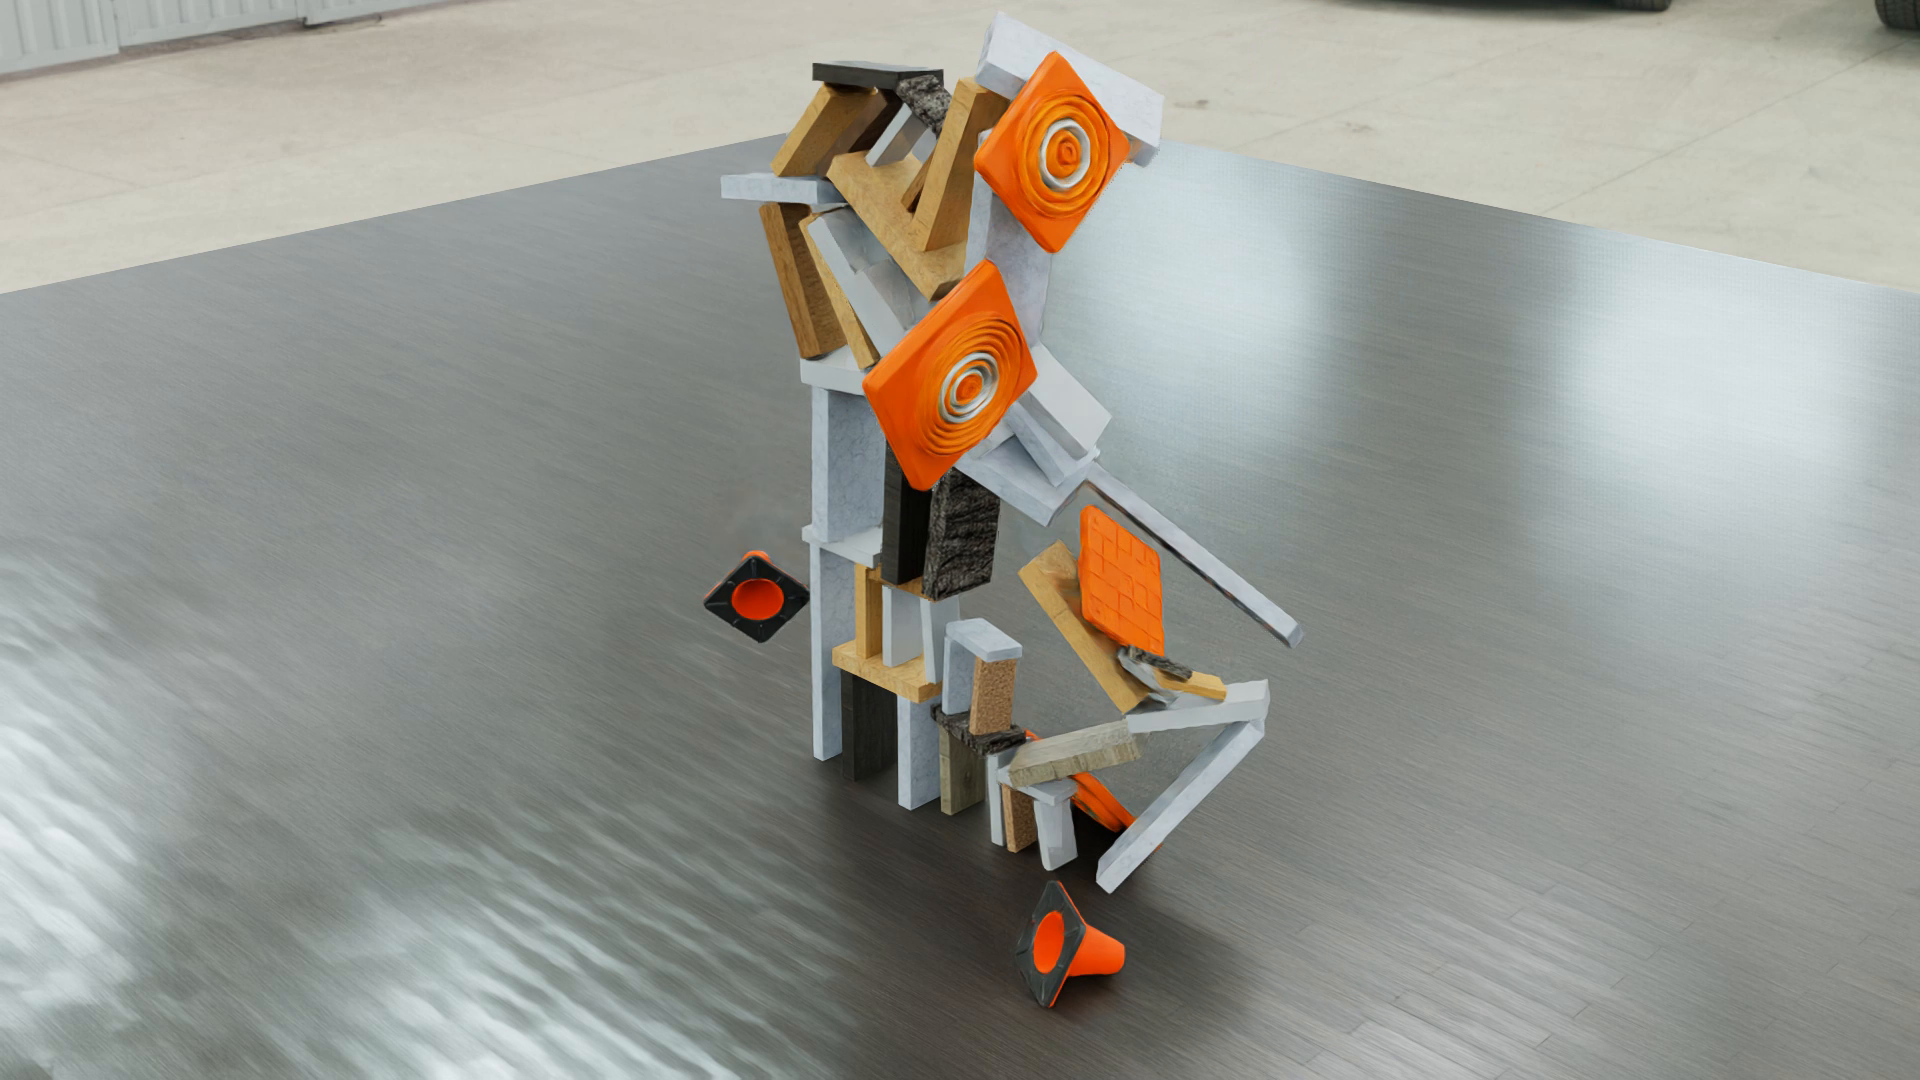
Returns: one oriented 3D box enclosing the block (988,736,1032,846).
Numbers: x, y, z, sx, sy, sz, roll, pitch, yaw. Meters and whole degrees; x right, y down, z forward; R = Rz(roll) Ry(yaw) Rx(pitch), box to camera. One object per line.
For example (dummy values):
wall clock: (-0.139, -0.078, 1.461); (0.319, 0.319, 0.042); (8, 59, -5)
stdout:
block: (0.102, 0.493, 4.341); (0.028, 0.199, 0.099); (15, 27, 41)

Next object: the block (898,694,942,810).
block: (-0.068, 0.411, 4.469); (0.126, 0.252, 0.036); (-21, 31, -40)

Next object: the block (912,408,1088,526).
block: (0.076, -0.154, 4.117); (0.301, 0.043, 0.151); (34, 38, 10)

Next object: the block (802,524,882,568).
block: (-0.210, 0.001, 4.450); (0.208, 0.029, 0.104); (21, 31, 40)

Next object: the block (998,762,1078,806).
block: (0.150, 0.466, 4.253); (0.146, 0.021, 0.073); (21, 33, 39)

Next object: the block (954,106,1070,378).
block: (0.088, -0.516, 3.852); (0.166, 0.488, 0.047); (-27, 52, -32)

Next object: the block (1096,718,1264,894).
block: (0.413, 0.488, 4.142); (0.036, 0.423, 0.128); (41, 13, -3)

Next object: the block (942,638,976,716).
block: (0.007, 0.264, 4.347); (0.080, 0.159, 0.023); (-9, 25, -26)

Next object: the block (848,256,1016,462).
block: (-0.030, -0.349, 4.091); (0.048, 0.402, 0.168); (-36, -1, 41)

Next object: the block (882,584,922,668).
block: (-0.115, 0.162, 4.418); (0.025, 0.175, 0.087); (22, 31, 40)

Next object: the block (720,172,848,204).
block: (-0.313, -0.686, 4.277); (0.152, 0.043, 0.304); (-13, 17, -40)

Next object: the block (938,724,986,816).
block: (0.005, 0.448, 4.450); (0.099, 0.199, 0.028); (-21, 29, -40)

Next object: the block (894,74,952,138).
block: (-0.036, -0.766, 3.933); (0.082, 0.023, 0.164); (-22, 63, -40)

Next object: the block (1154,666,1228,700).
block: (0.427, 0.264, 4.079); (0.128, 0.018, 0.064); (13, 20, -14)

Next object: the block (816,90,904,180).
block: (-0.162, -0.756, 4.100); (0.115, 0.230, 0.033); (-14, 70, -44)

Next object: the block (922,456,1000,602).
block: (0.008, -0.043, 4.227); (0.043, 0.301, 0.151); (27, 32, 37)

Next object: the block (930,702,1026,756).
block: (0.035, 0.365, 4.351); (0.099, 0.028, 0.199); (-13, 25, -28)

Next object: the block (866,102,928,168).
block: (-0.102, -0.746, 4.018); (0.082, 0.164, 0.023); (-23, 75, -40)

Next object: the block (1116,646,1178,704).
block: (0.350, 0.252, 4.114); (0.128, 0.018, 0.064); (37, 13, -24)

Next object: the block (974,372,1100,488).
block: (0.144, -0.234, 4.109); (0.036, 0.257, 0.129); (-36, 0, 41)

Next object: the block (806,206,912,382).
block: (-0.137, -0.475, 4.155); (0.168, 0.337, 0.048); (-26, -6, -46)

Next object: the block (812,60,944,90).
block: (-0.153, -0.859, 4.066); (0.115, 0.033, 0.230); (-14, 23, -43)

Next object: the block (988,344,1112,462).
block: (0.162, -0.278, 4.101); (0.036, 0.257, 0.129); (-36, 13, 41)

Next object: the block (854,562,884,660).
block: (-0.164, 0.128, 4.455); (0.029, 0.208, 0.104); (21, 31, 39)

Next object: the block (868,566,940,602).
block: (-0.086, 0.076, 4.355); (0.175, 0.025, 0.087); (19, 27, 36)

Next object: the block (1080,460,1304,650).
block: (0.421, -0.002, 4.362); (0.629, 0.036, 0.129); (40, -2, 19)

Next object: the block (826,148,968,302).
block: (-0.081, -0.587, 4.044); (0.168, 0.048, 0.337); (-20, 63, -39)

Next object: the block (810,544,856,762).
block: (-0.261, 0.223, 4.601); (0.029, 0.496, 0.104); (22, 32, 40)

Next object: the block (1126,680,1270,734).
block: (0.448, 0.313, 4.130); (0.257, 0.036, 0.128); (-8, 11, 13)

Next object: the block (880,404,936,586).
block: (-0.074, -0.104, 4.274); (0.046, 0.364, 0.163); (25, 34, 37)

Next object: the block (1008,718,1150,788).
block: (0.227, 0.403, 4.194); (0.257, 0.036, 0.128); (-16, 14, 17)

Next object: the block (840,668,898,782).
block: (-0.188, 0.365, 4.577); (0.126, 0.252, 0.036); (-21, 31, -41)

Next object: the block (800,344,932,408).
block: (-0.138, -0.322, 4.247); (0.326, 0.046, 0.163); (15, 27, 42)

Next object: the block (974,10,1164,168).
block: (0.193, -0.782, 3.814); (0.332, 0.047, 0.166); (24, 43, -13)

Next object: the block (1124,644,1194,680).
block: (0.366, 0.224, 4.044); (0.128, 0.018, 0.064); (21, 2, 5)

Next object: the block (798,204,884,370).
block: (-0.186, -0.489, 4.214); (0.043, 0.304, 0.152); (-22, 2, 44)

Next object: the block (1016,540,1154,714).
block: (0.247, 0.161, 4.153); (0.043, 0.329, 0.151); (-37, 0, 27)

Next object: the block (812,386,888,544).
block: (-0.220, -0.170, 4.397); (0.046, 0.326, 0.163); (23, 32, 39)

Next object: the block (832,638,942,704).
block: (-0.128, 0.256, 4.466); (0.252, 0.036, 0.126); (21, 31, 40)

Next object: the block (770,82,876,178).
block: (-0.261, -0.783, 4.201); (0.115, 0.230, 0.033); (-13, 65, -41)

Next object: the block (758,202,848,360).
block: (-0.305, -0.517, 4.322); (0.043, 0.304, 0.152); (-13, 8, 21)

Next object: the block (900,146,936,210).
block: (-0.038, -0.666, 3.977); (0.082, 0.164, 0.023); (-23, 72, -40)

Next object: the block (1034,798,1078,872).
block: (0.185, 0.558, 4.253); (0.073, 0.146, 0.021); (-22, 21, -36)

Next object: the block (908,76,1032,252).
block: (0.025, -0.675, 3.901); (0.166, 0.332, 0.047); (-22, 55, -40)

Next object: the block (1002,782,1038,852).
block: (0.119, 0.532, 4.318); (0.021, 0.146, 0.073); (11, 25, 40)

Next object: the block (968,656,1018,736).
block: (0.064, 0.297, 4.258); (0.080, 0.159, 0.023); (-7, 24, -28)

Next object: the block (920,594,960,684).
block: (-0.035, 0.188, 4.351); (0.025, 0.175, 0.087); (10, 21, 38)

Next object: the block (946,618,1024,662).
block: (0.047, 0.194, 4.271); (0.080, 0.023, 0.159); (-7, 22, -29)
